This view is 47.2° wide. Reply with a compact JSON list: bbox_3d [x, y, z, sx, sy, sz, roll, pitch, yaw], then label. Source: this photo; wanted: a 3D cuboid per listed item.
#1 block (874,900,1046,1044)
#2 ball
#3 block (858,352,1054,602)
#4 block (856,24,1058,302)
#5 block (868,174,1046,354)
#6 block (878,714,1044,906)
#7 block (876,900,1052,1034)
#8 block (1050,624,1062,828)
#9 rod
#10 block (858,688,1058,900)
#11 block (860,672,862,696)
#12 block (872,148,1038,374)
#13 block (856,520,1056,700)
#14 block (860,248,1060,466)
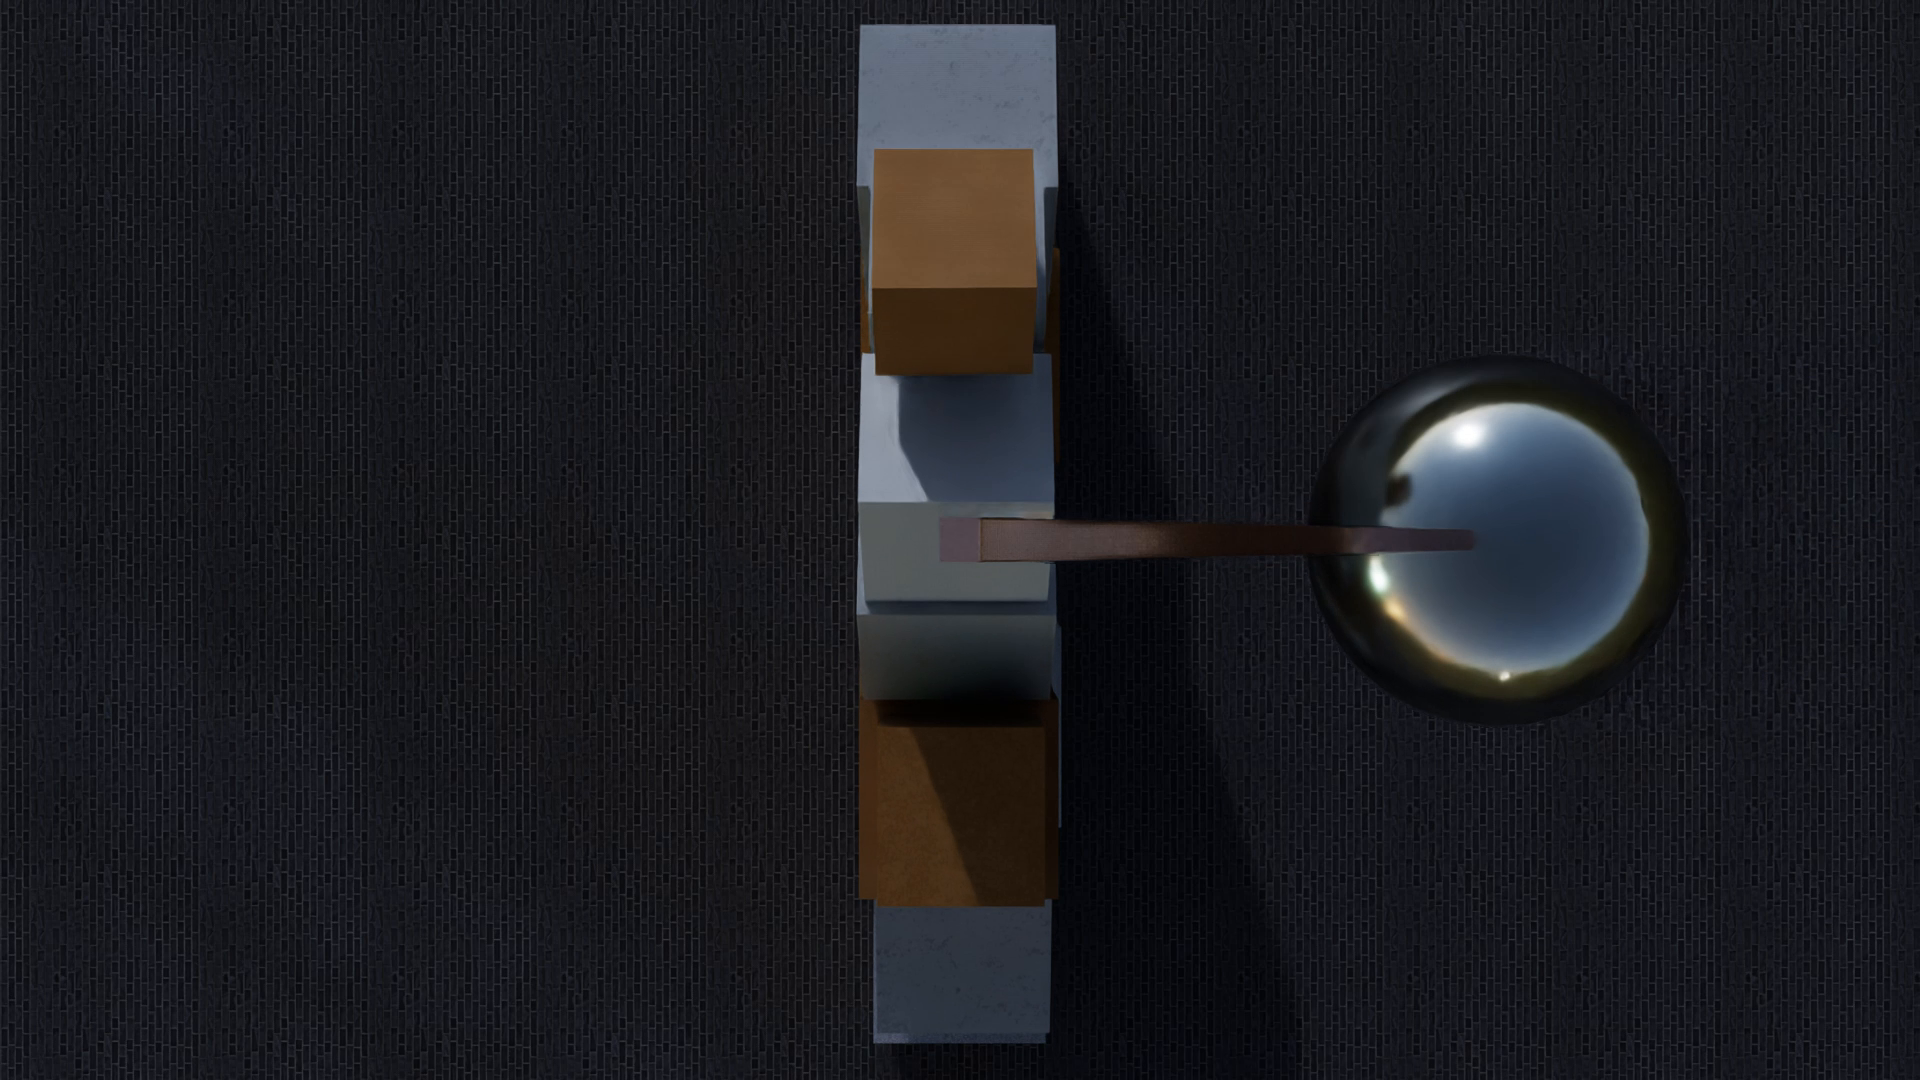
[{"bbox_3d":[-0.003,2.311,12.544,0.947,0.911,0.913,0,90,0],"label":"block"},{"bbox_3d":[2.295,0.000,9.463,1.600,1.600,1.600,0,90,0],"label":"ball"},{"bbox_3d":[-0.015,-0.249,9.090,0.768,0.802,0.709,0,60,0],"label":"block"},{"bbox_3d":[-0.011,-1.670,9.851,0.847,0.991,0.816,0,67,0],"label":"block"},{"bbox_3d":[-0.012,-1.023,9.275,0.713,0.758,0.703,0,60,0],"label":"block"},{"bbox_3d":[0.004,1.178,9.696,0.713,0.690,0.763,0,90,0],"label":"block"},{"bbox_3d":[0.018,2.024,11.578,0.890,0.787,0.824,0,110,0],"label":"block"},{"bbox_3d":[0.017,0.939,11.483,0.984,0.918,1.005,0,90,0],"label":"block"},{"bbox_3d":[0.994,0.000,6.321,0.080,5.200,0.080,0,90,22],"label":"rod"},{"bbox_3d":[-0.005,1.185,10.532,0.911,0.983,0.911,0,90,0],"label":"block"},{"bbox_3d":[-0.019,1.279,12.471,1.056,1.058,1.132,0,90,0],"label":"block"},{"bbox_3d":[-0.024,-1.077,8.542,0.612,0.567,0.662,0,60,0],"label":"block"},{"bbox_3d":[-0.015,0.192,9.763,0.841,0.806,0.759,0,60,0],"label":"block"},{"bbox_3d":[0.001,-0.939,11.654,1.008,1.006,1.084,0,90,0],"label":"block"}]
